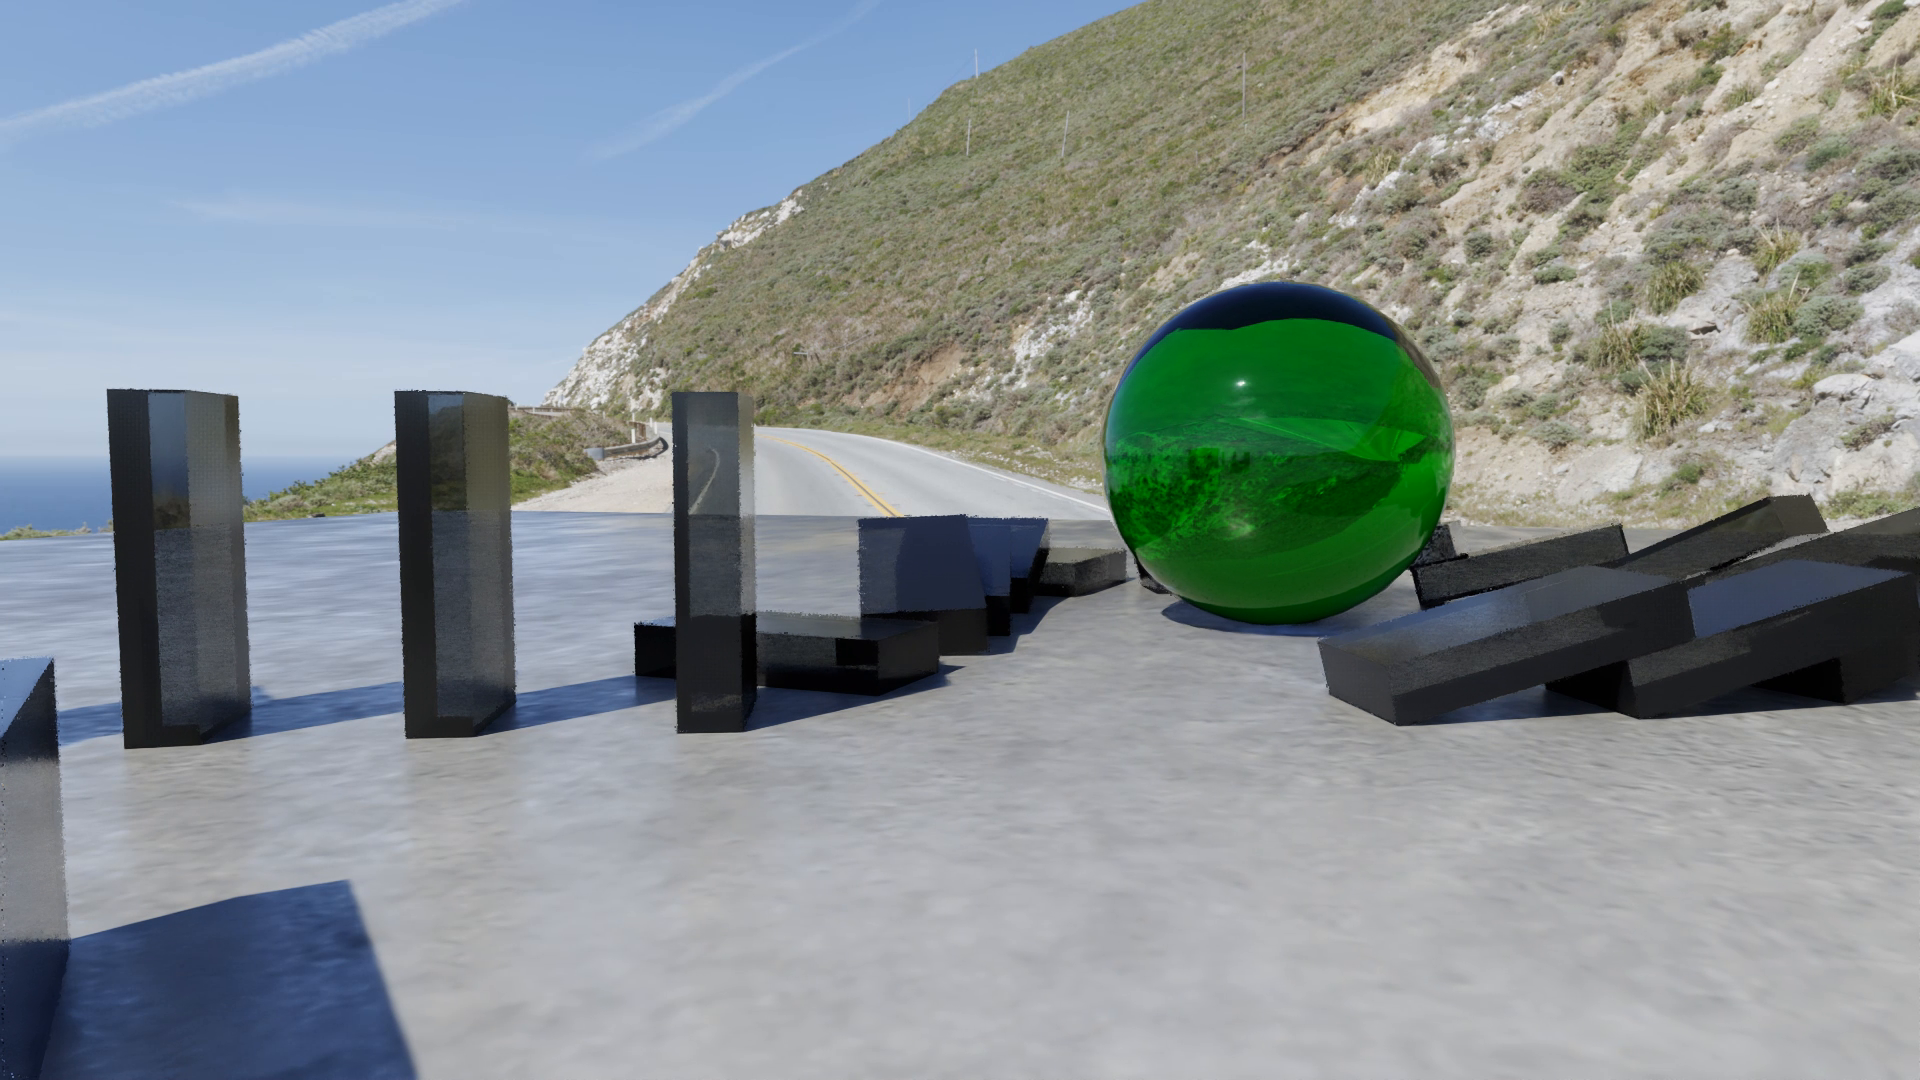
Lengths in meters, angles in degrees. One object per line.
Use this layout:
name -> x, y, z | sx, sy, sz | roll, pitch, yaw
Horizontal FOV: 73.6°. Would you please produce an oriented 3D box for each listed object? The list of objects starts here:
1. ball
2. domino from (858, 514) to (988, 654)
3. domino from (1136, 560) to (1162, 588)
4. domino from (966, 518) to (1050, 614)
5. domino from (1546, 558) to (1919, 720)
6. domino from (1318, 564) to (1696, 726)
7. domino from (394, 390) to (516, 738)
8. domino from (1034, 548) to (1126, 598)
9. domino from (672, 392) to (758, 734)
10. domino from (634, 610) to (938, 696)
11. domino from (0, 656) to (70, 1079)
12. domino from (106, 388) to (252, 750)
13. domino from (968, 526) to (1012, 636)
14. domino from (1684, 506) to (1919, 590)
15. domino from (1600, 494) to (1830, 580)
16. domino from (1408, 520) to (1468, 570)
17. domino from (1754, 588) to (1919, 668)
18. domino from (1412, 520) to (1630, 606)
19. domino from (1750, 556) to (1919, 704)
ball -> 0.073, -0.020, 0.300 | 0.080, 0.080, 0.080 | 0, 4, 0
domino -> -0.009, 0.009, 0.278 | 0.025, 0.009, 0.050 | -3, 23, -4
domino -> 0.078, 0.003, 0.376 | 0.050, 0.009, 0.025 | -13, 0, -1
domino -> 0.009, 0.006, 0.346 | 0.025, 0.009, 0.050 | 1, 18, 10
domino -> 0.126, 0.016, 0.213 | 0.050, 0.009, 0.025 | -16, 6, -6
domino -> 0.087, 0.016, 0.208 | 0.050, 0.010, 0.025 | -15, 6, -6
domino -> -0.077, 0.003, 0.196 | 0.009, 0.050, 0.025 | 0, 4, -6
domino -> 0.030, 0.009, 0.383 | 0.025, 0.009, 0.050 | 2, 5, 24
domino -> -0.038, 0.003, 0.200 | 0.010, 0.050, 0.025 | 0, 4, -4
domino -> -0.032, 0.020, 0.237 | 0.050, 0.010, 0.025 | 2, 5, 23
domino -> -0.066, 0.024, 0.083 | 0.010, 0.025, 0.050 | -3, 5, -31
domino -> -0.115, 0.003, 0.190 | 0.009, 0.050, 0.025 | -1, 4, -14
domino -> 0.000, 0.009, 0.307 | 0.025, 0.009, 0.050 | 0, 18, 3
domino -> 0.181, 0.004, 0.268 | 0.025, 0.010, 0.050 | -7, -15, -40
domino -> 0.171, 0.004, 0.300 | 0.025, 0.009, 0.050 | -3, -21, -39
domino -> 0.111, 0.005, 0.353 | 0.050, 0.009, 0.025 | -14, -3, 28
domino -> 0.187, 0.018, 0.269 | 0.025, 0.010, 0.050 | 4, 6, 43
domino -> 0.145, 0.006, 0.334 | 0.050, 0.010, 0.025 | -15, -3, 24
domino -> 0.162, 0.015, 0.230 | 0.050, 0.009, 0.025 | -16, 10, -20
